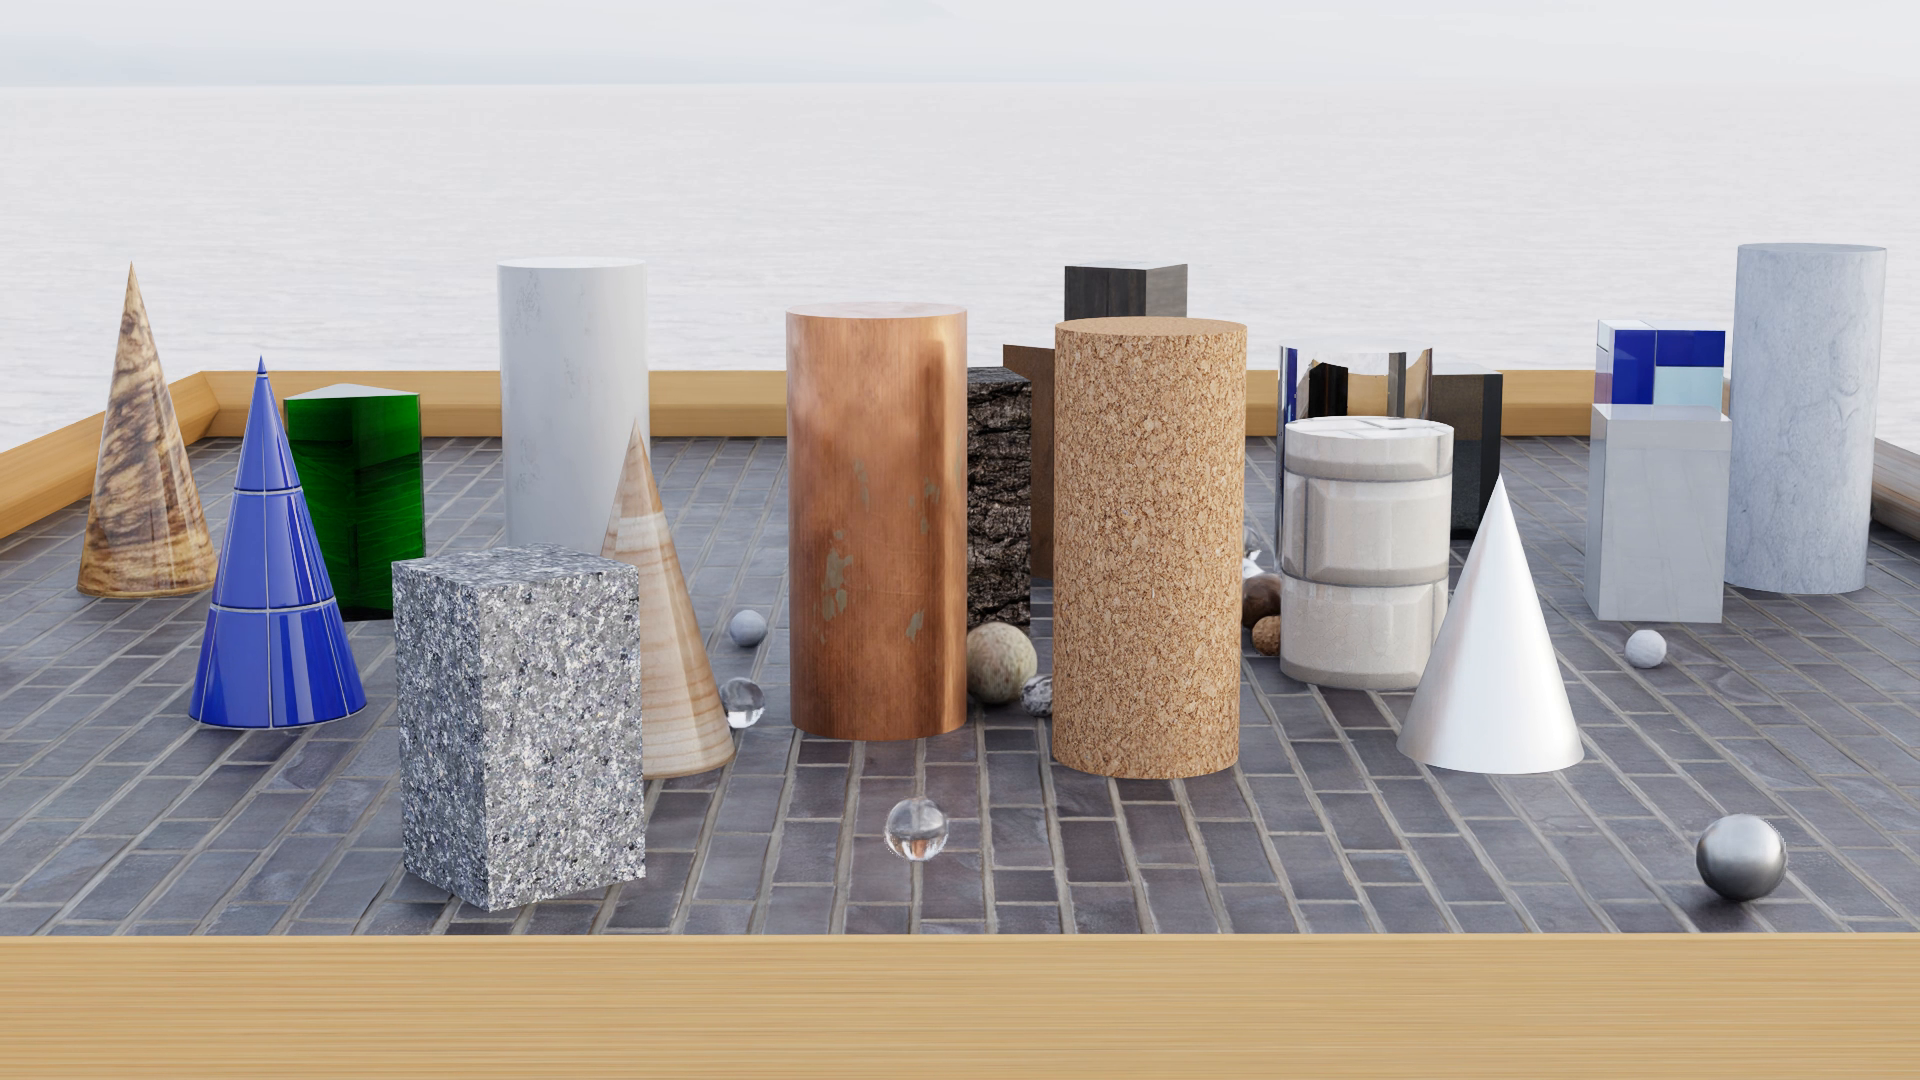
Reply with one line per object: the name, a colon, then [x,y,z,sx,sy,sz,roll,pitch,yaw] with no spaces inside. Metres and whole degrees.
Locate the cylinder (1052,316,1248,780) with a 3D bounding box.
cylinder: [0.199,0.003,2.710,0.200,0.460,0.200,0,10,0]

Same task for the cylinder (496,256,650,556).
cylinder: [-0.522,-0.144,3.490,0.200,0.466,0.200,0,10,0]

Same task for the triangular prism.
triangular prism: [-0.819,-0.053,3.456,0.173,0.300,0.150,-3,11,-18]

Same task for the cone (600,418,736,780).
cone: [-0.339,0.050,2.714,0.200,0.366,0.200,0,10,0]

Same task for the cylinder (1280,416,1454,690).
cylinder: [0.490,0.012,3.101,0.200,0.300,0.200,0,10,0]

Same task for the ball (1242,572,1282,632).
ball: [0.395,0.083,3.321,0.081,0.081,0.081,0,10,0]

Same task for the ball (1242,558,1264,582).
ball: [0.379,0.061,3.462,0.073,0.073,0.073,0,10,0]

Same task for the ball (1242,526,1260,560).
ball: [0.411,0.008,3.776,0.062,0.062,0.062,0,10,0]

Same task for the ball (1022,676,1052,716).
ball: [0.092,0.177,2.907,0.046,0.046,0.046,0,10,0]

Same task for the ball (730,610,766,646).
ball: [-0.269,0.112,3.257,0.047,0.047,0.047,0,10,0]

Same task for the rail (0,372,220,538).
rail: [-1.471,0.035,3.440,0.045,0.130,3.368,0,10,0]

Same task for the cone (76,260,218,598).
cone: [-1.153,-0.164,3.610,0.200,0.462,0.200,0,10,0]

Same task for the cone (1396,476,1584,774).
cone: [0.572,0.077,2.744,0.200,0.302,0.200,0,10,0]

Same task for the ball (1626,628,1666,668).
ball: [0.840,0.133,3.142,0.048,0.048,0.048,0,10,0]

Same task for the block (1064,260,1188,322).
block: [0.291,-0.293,4.523,0.160,0.384,0.160,6,12,31]

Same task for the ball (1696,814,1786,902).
ball: [0.689,0.280,2.264,0.076,0.076,0.076,0,10,0]

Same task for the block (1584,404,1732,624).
block: [0.938,-0.039,3.459,0.160,0.269,0.160,1,11,6]

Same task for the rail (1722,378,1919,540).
rail: [1.471,0.032,3.457,0.045,0.130,3.368,0,10,0]

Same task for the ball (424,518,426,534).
ball: [-0.850,-0.021,3.881,0.082,0.082,0.082,0,10,0]

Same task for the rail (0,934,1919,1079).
rail: [0.010,0.335,1.816,2.990,0.130,0.045,0,10,0]

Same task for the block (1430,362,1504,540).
block: [0.749,-0.142,4.045,0.160,0.259,0.160,-1,11,-6]

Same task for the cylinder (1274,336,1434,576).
cylinder: [0.516,-0.074,3.376,0.200,0.368,0.200,0,10,0]

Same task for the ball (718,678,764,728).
ball: [-0.245,0.182,2.857,0.055,0.055,0.055,0,10,0]

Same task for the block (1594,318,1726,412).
block: [1.049,-0.153,3.873,0.160,0.344,0.160,1,11,5]

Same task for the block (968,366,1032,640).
block: [-0.009,-0.024,3.135,0.160,0.358,0.160,-2,11,-11]

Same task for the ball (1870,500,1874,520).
ball: [1.442,-0.047,4.116,0.048,0.048,0.048,0,10,0]

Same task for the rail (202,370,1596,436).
rail: [-0.010,-0.268,5.081,2.990,0.130,0.045,0,10,0]

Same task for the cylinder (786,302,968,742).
cylinder: [-0.092,-0.026,2.859,0.200,0.462,0.200,0,10,0]

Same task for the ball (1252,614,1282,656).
ball: [0.390,0.119,3.203,0.052,0.052,0.052,0,10,0]

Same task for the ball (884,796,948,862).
ball: [-0.040,0.268,2.379,0.059,0.059,0.059,0,10,0]

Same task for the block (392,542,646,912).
block: [-0.398,0.163,2.319,0.160,0.287,0.160,-8,13,-38]

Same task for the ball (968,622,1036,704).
ball: [0.041,0.143,2.960,0.095,0.095,0.095,0,10,0]

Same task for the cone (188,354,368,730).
cone: [-0.783,-0.008,2.911,0.200,0.409,0.200,0,10,0]

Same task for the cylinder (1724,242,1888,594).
cylinder: [1.194,-0.176,3.638,0.200,0.475,0.200,0,10,0]

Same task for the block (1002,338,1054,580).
block: [0.174,-0.119,3.718,0.160,0.333,0.160,9,14,40]
